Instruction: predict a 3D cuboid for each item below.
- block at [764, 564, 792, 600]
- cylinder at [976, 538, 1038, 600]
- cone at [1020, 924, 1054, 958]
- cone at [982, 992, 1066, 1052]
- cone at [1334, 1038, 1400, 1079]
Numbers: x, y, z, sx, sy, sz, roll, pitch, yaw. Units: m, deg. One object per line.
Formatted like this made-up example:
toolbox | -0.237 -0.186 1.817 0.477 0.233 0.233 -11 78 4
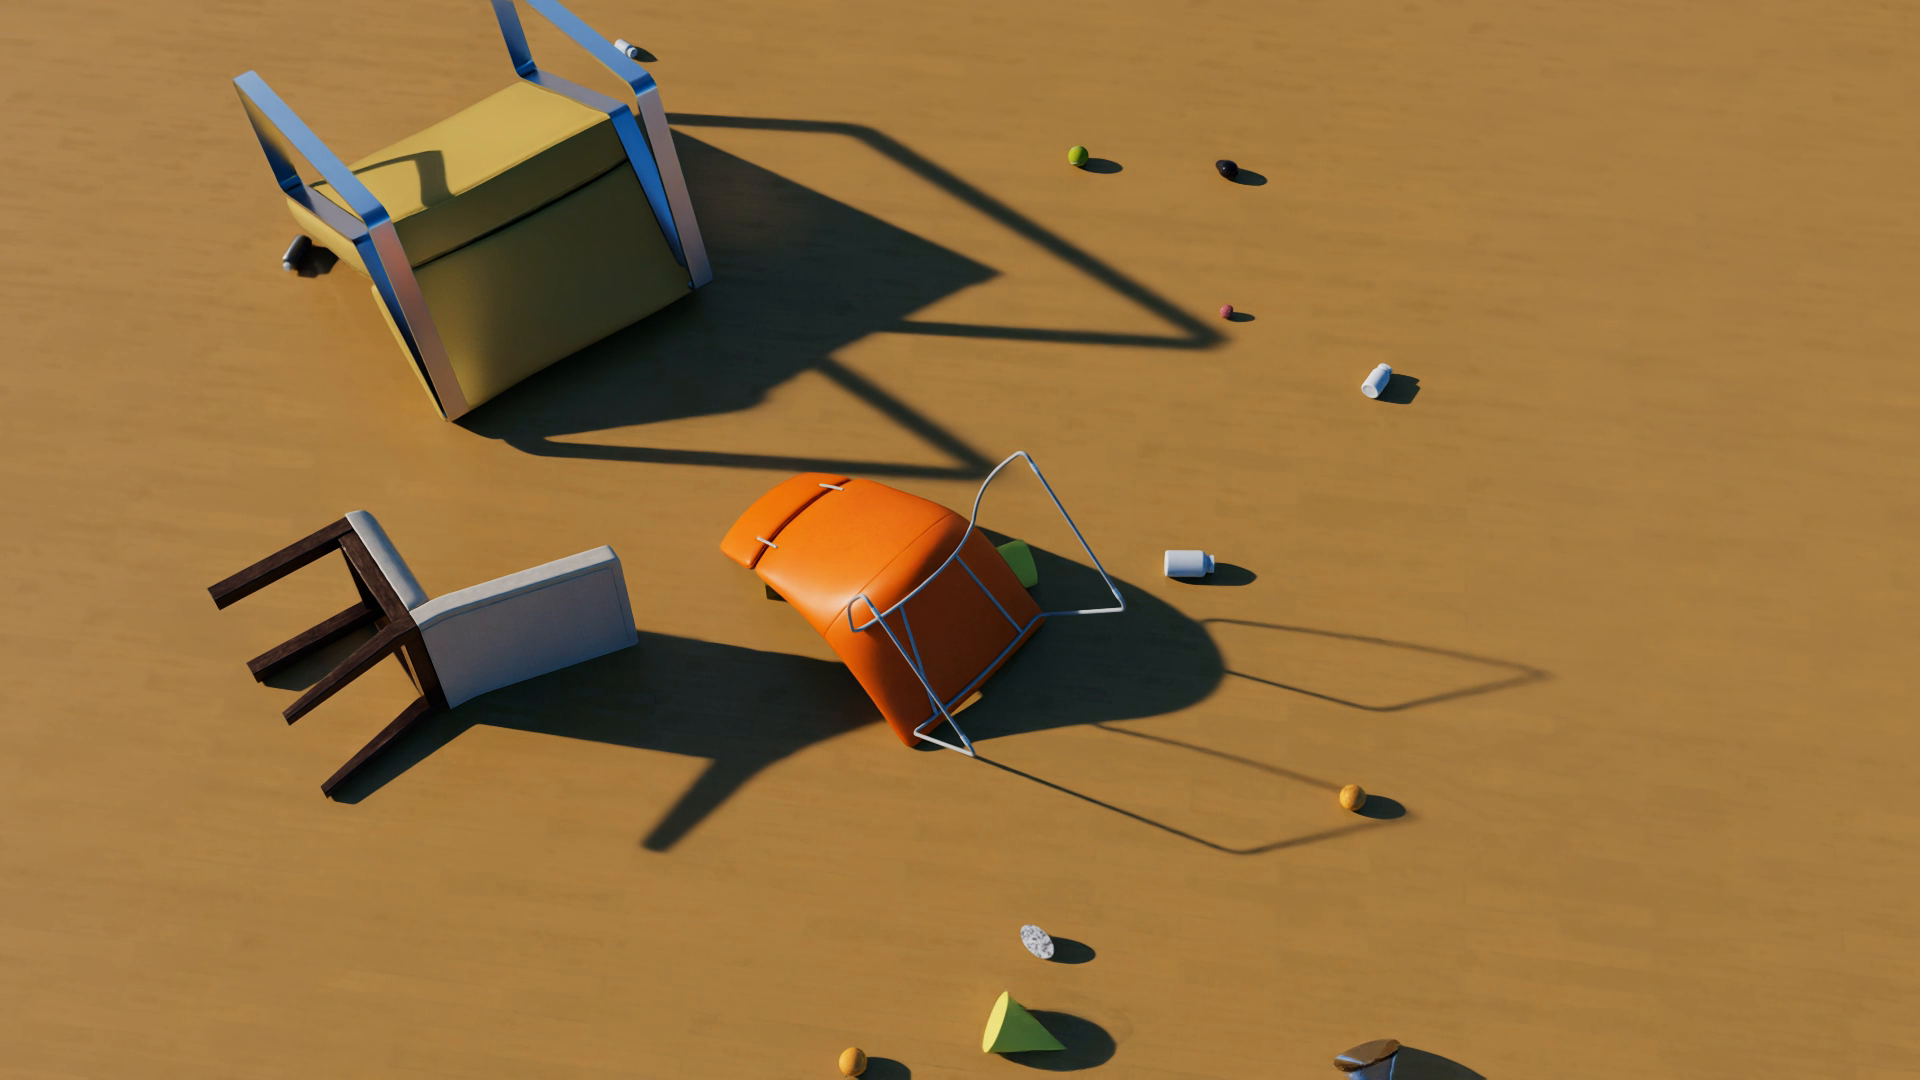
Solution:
block | -0.534 0.123 6.447 0.075 0.074 0.063 -7 56 -5
cylinder | 0.137 0.087 6.431 0.136 0.147 0.129 -21 23 -13
cone | 0.220 1.059 5.844 0.111 0.078 0.054 37 28 24
cone | 0.184 1.278 5.674 0.205 0.144 0.164 22 72 -9
cone | 1.058 1.377 5.603 0.198 0.168 0.145 -18 90 -53
